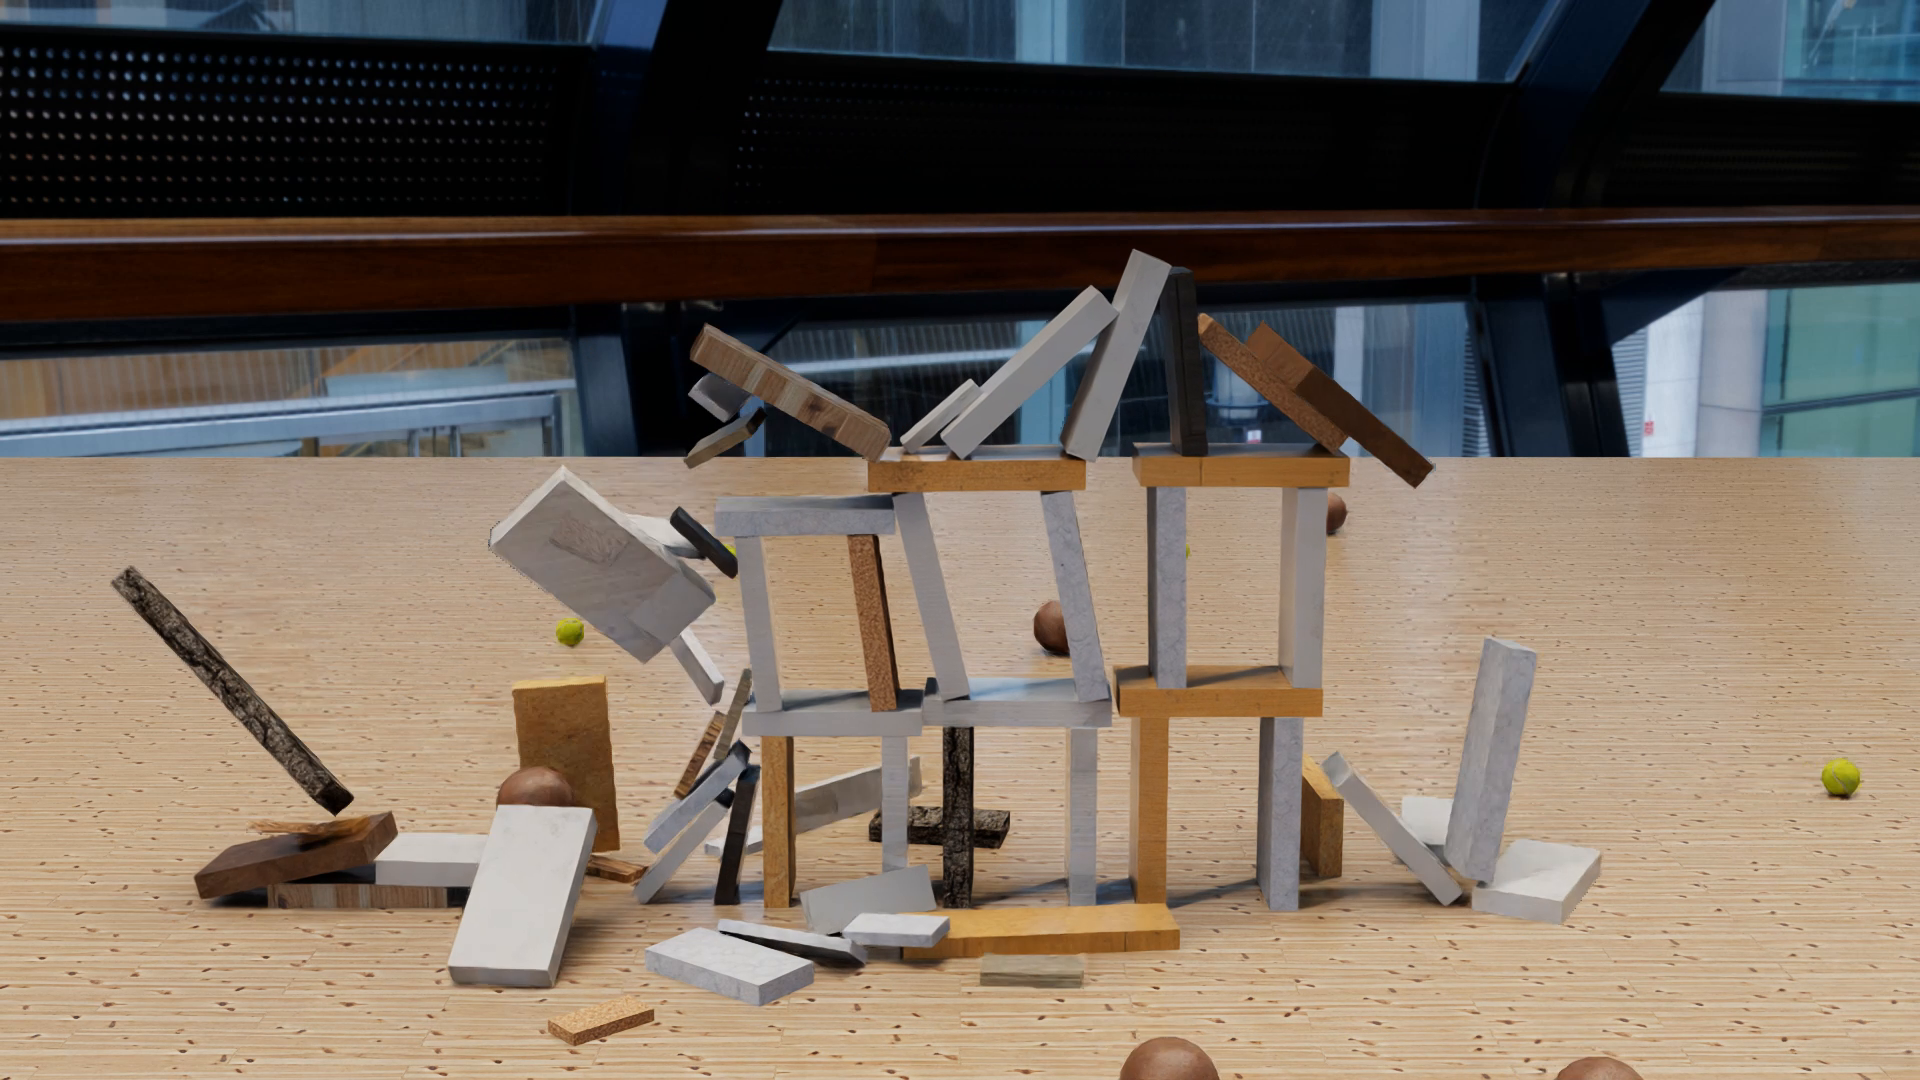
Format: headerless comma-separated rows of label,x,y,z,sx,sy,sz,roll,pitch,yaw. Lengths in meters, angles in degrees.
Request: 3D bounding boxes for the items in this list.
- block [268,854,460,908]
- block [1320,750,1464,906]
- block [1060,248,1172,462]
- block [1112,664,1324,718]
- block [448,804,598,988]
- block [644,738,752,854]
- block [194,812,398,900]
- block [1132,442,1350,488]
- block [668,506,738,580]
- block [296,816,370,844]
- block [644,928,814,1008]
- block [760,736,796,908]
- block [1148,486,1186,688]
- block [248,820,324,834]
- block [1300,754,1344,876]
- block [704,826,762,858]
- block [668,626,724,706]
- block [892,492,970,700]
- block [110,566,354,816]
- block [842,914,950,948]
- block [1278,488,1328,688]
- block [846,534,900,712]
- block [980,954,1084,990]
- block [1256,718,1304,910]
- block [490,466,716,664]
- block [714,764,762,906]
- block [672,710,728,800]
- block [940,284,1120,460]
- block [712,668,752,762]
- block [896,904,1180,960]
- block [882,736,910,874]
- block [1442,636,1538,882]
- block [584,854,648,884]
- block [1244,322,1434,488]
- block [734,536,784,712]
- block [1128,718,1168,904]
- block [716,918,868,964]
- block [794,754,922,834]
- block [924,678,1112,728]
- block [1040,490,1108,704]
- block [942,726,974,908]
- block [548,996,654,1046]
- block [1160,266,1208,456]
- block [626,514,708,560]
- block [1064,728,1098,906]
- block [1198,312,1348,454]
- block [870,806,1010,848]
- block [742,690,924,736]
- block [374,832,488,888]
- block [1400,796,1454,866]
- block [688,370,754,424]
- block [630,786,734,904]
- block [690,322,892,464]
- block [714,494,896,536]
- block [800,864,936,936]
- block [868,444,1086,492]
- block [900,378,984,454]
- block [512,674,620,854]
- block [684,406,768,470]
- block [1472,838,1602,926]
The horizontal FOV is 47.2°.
block,-0.986,0.569,3.670,0.293,0.042,0.147,0,11,0
block,0.715,0.477,3.646,0.039,0.276,0.138,-42,8,6
block,0.245,-0.296,3.502,0.047,0.330,0.165,20,9,-5
block,0.419,0.247,3.606,0.326,0.046,0.163,0,11,0
block,-0.667,0.541,3.371,0.153,0.043,0.307,1,44,7
block,-0.434,0.424,3.640,0.211,0.030,0.105,-44,8,6
block,-1.097,0.522,3.644,0.293,0.042,0.147,-13,10,7
block,0.448,-0.121,3.538,0.328,0.046,0.164,0,11,0
block,-0.412,0.004,3.563,0.137,0.019,0.068,43,7,-10
block,-1.034,0.479,3.629,0.106,0.015,0.053,-11,11,18
block,-0.348,0.640,3.307,0.237,0.034,0.118,8,13,37
block,-0.300,0.446,3.646,0.041,0.291,0.145,0,11,0
block,0.336,0.062,3.574,0.046,0.328,0.164,-1,11,0
block,-1.093,0.467,3.571,0.106,0.015,0.053,1,-10,10
block,0.622,0.481,3.876,0.039,0.138,0.276,-1,11,-4
block,-0.382,0.537,3.902,0.067,0.019,0.134,9,14,39
block,-0.455,0.210,3.788,0.020,0.072,0.143,-24,63,-28
block,-0.049,0.074,3.594,0.049,0.343,0.171,-13,11,0
block,-1.208,0.252,3.657,0.043,0.509,0.153,-44,-12,-14
block,-0.098,0.600,3.380,0.149,0.021,0.074,-2,12,22
block,0.556,0.062,3.577,0.046,0.328,0.164,0,11,0
block,-0.140,0.122,3.581,0.041,0.286,0.143,-7,10,2
block,0.109,0.647,3.302,0.152,0.022,0.076,1,11,5
block,0.528,0.430,3.638,0.046,0.326,0.163,0,11,0
block,-0.574,0.044,3.551,0.333,0.167,0.047,41,16,-28
block,-0.368,0.486,3.646,0.030,0.211,0.105,12,10,-1
block,-0.429,0.355,3.628,0.020,0.143,0.072,28,9,-6
block,0.107,-0.270,3.515,0.336,0.047,0.165,-43,9,6
block,-0.372,0.287,3.619,0.020,0.143,0.072,19,9,-4
block,0.121,0.614,3.450,0.431,0.034,0.118,-1,11,-6
block,-0.106,0.446,3.647,0.041,0.291,0.145,0,11,0
block,0.876,0.360,3.643,0.047,0.382,0.166,10,3,0
block,-0.634,0.560,3.790,0.201,0.015,0.053,6,12,31
block,0.604,-0.213,3.495,0.330,0.047,0.165,33,12,-36
block,-0.326,0.123,3.577,0.041,0.286,0.143,-7,11,-2
block,0.311,0.430,3.638,0.046,0.326,0.163,0,11,-1
block,-0.258,0.616,3.377,0.229,0.019,0.067,5,-25,24
block,-0.205,0.474,4.084,0.022,0.076,0.366,5,11,42
block,0.095,0.266,3.621,0.305,0.043,0.153,0,11,2
block,0.186,0.076,3.580,0.049,0.343,0.171,-10,10,4
block,-0.002,0.439,3.645,0.043,0.305,0.153,1,11,3
block,-0.509,0.682,3.122,0.134,0.019,0.067,-9,14,-41
block,0.354,-0.286,3.504,0.041,0.287,0.144,-6,11,-1
block,-0.483,-0.005,3.608,0.137,0.019,0.068,9,36,-14
block,0.200,0.440,3.642,0.043,0.305,0.153,0,11,0
block,0.494,-0.254,3.540,0.287,0.041,0.144,39,7,-8
block,-0.036,0.517,3.973,0.237,0.034,0.118,2,11,10
block,-0.206,0.283,3.615,0.291,0.041,0.145,0,11,0
block,-0.804,0.531,3.648,0.293,0.042,0.147,2,11,1
block,0.860,0.521,3.936,0.138,0.039,0.276,2,11,11
block,-0.368,-0.249,3.537,0.074,0.021,0.148,38,38,1
block,-0.457,0.504,3.645,0.030,0.211,0.105,41,11,-4
block,-0.268,-0.235,3.477,0.333,0.047,0.166,29,7,-10
block,-0.249,-0.040,3.550,0.286,0.041,0.143,-1,11,-2
block,-0.146,0.578,3.524,0.230,0.074,0.021,-7,-12,-34
block,0.025,-0.116,3.539,0.343,0.049,0.171,0,11,-1
block,-0.031,-0.200,3.545,0.152,0.022,0.076,-41,11,3
block,-0.677,0.391,3.786,0.153,0.307,0.043,-4,15,-6
block,-0.376,-0.163,3.523,0.137,0.019,0.068,-26,20,31
block,0.967,0.568,3.675,0.144,0.041,0.287,6,12,28
